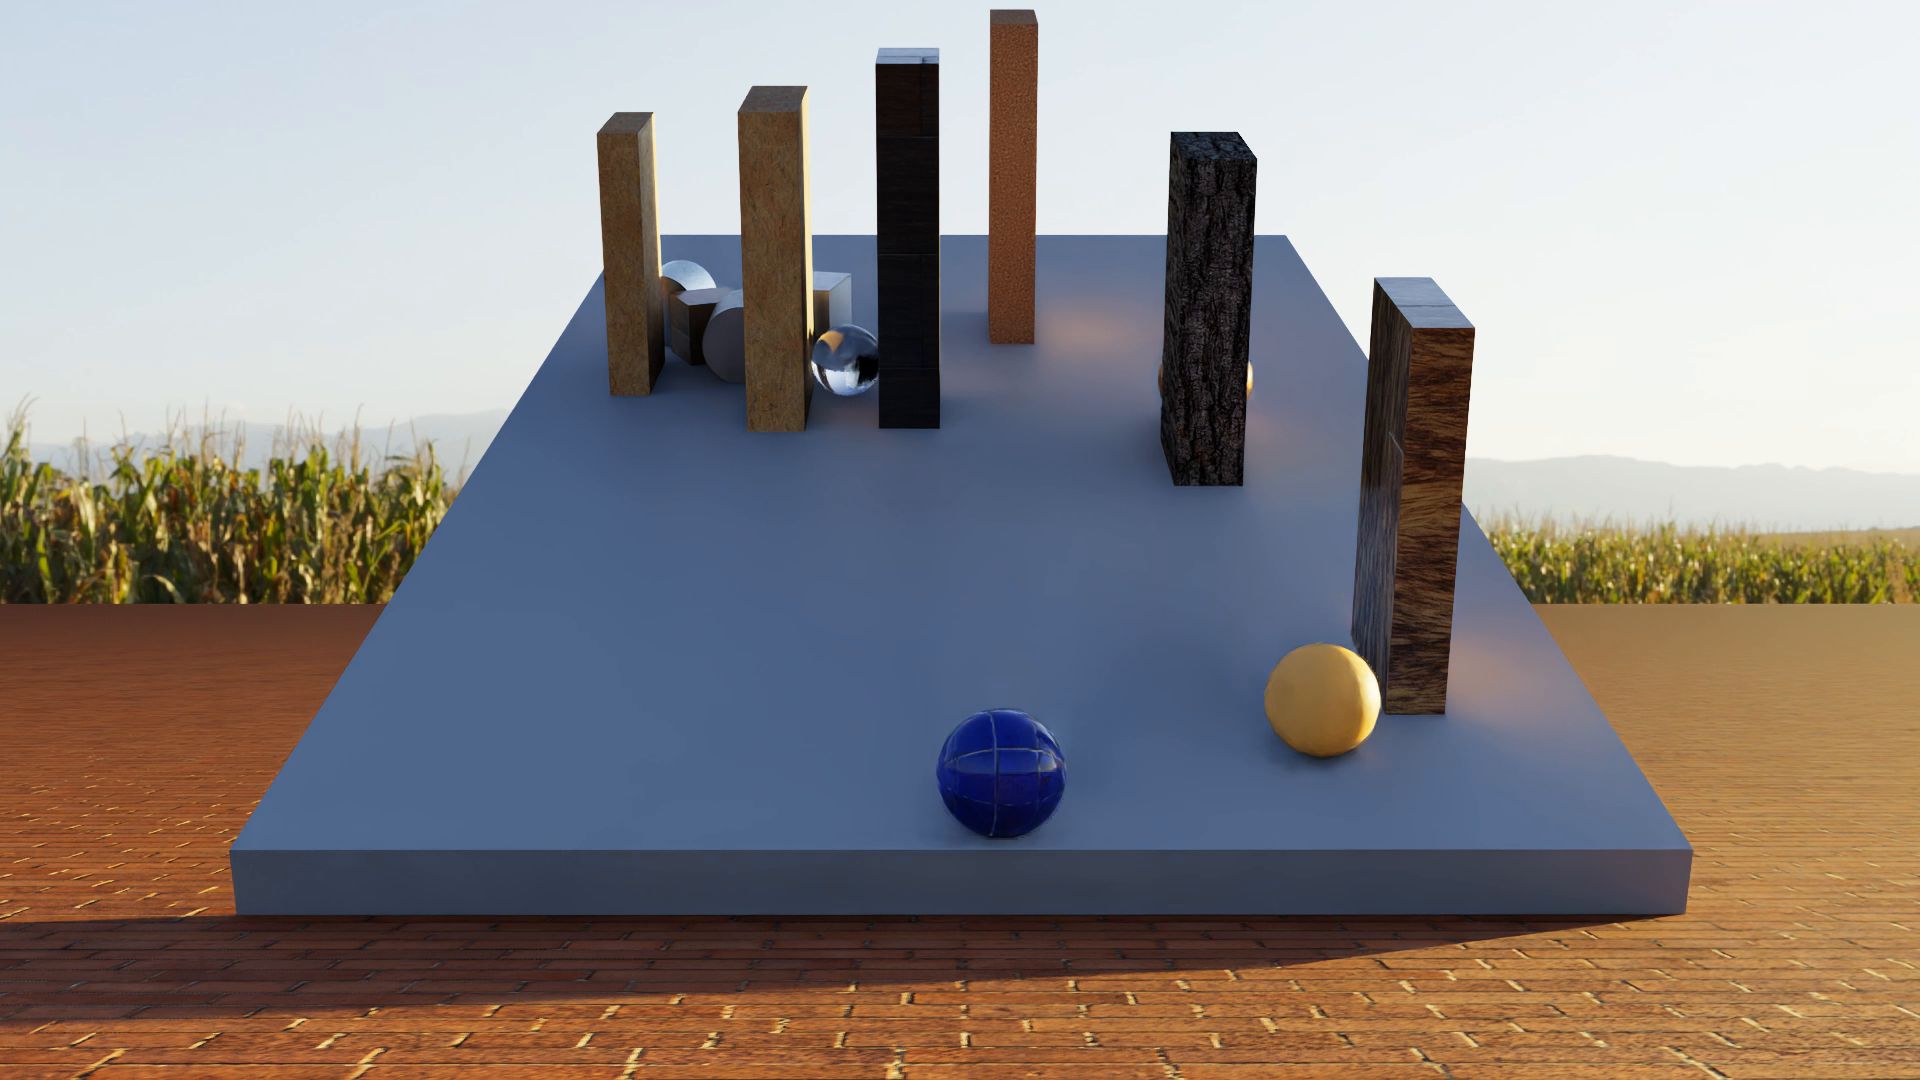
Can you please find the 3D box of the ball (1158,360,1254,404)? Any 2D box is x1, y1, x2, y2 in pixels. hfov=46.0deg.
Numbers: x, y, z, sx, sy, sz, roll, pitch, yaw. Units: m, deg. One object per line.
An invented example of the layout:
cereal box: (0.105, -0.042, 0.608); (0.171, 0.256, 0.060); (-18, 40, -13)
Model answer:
ball: (0.536, -0.350, 4.942); (0.208, 0.208, 0.208); (0, -1, 0)

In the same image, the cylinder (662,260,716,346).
cylinder: (-0.719, -0.594, 5.657); (0.178, 0.178, 0.178); (0, 19, 13)

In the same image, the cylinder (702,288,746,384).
cylinder: (-0.506, -0.482, 5.338); (0.186, 0.186, 0.186); (0, 20, -1)

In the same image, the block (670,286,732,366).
block: (-0.610, -0.522, 5.504); (0.149, 0.149, 0.149); (-9, 22, -23)

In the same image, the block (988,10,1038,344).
block: (0.130, -0.909, 5.648); (0.110, 0.782, 0.306); (0, 20, 0)

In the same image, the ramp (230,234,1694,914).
ramp: (-0.005, -0.204, 4.989); (2.000, 0.100, 4.000); (0, 20, 0)

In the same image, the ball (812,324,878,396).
ball: (-0.258, -0.410, 5.169); (0.162, 0.162, 0.162); (0, -1, 0)

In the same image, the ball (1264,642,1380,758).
ball: (0.537, 0.237, 3.360); (0.170, 0.170, 0.170); (0, -1, 0)

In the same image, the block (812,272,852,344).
block: (-0.379, -0.543, 5.509); (0.186, 0.186, 0.186); (5, 20, 13)

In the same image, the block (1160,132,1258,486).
block: (0.503, -0.475, 4.617); (0.139, 0.663, 0.320); (0, 20, 0)

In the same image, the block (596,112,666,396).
block: (-0.758, -0.665, 5.234); (0.091, 0.600, 0.298); (0, 20, 0)

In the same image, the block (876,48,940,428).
block: (-0.111, -0.657, 4.935); (0.132, 0.789, 0.251); (0, 20, 0)

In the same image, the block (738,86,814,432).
block: (-0.401, -0.625, 4.989); (0.125, 0.692, 0.375); (0, 20, 0)

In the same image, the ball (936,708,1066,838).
ball: (0.057, 0.321, 3.111); (0.178, 0.178, 0.178); (0, -1, 0)

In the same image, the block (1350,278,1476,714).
block: (0.707, -0.074, 3.565); (0.091, 0.618, 0.325); (0, 20, 0)
